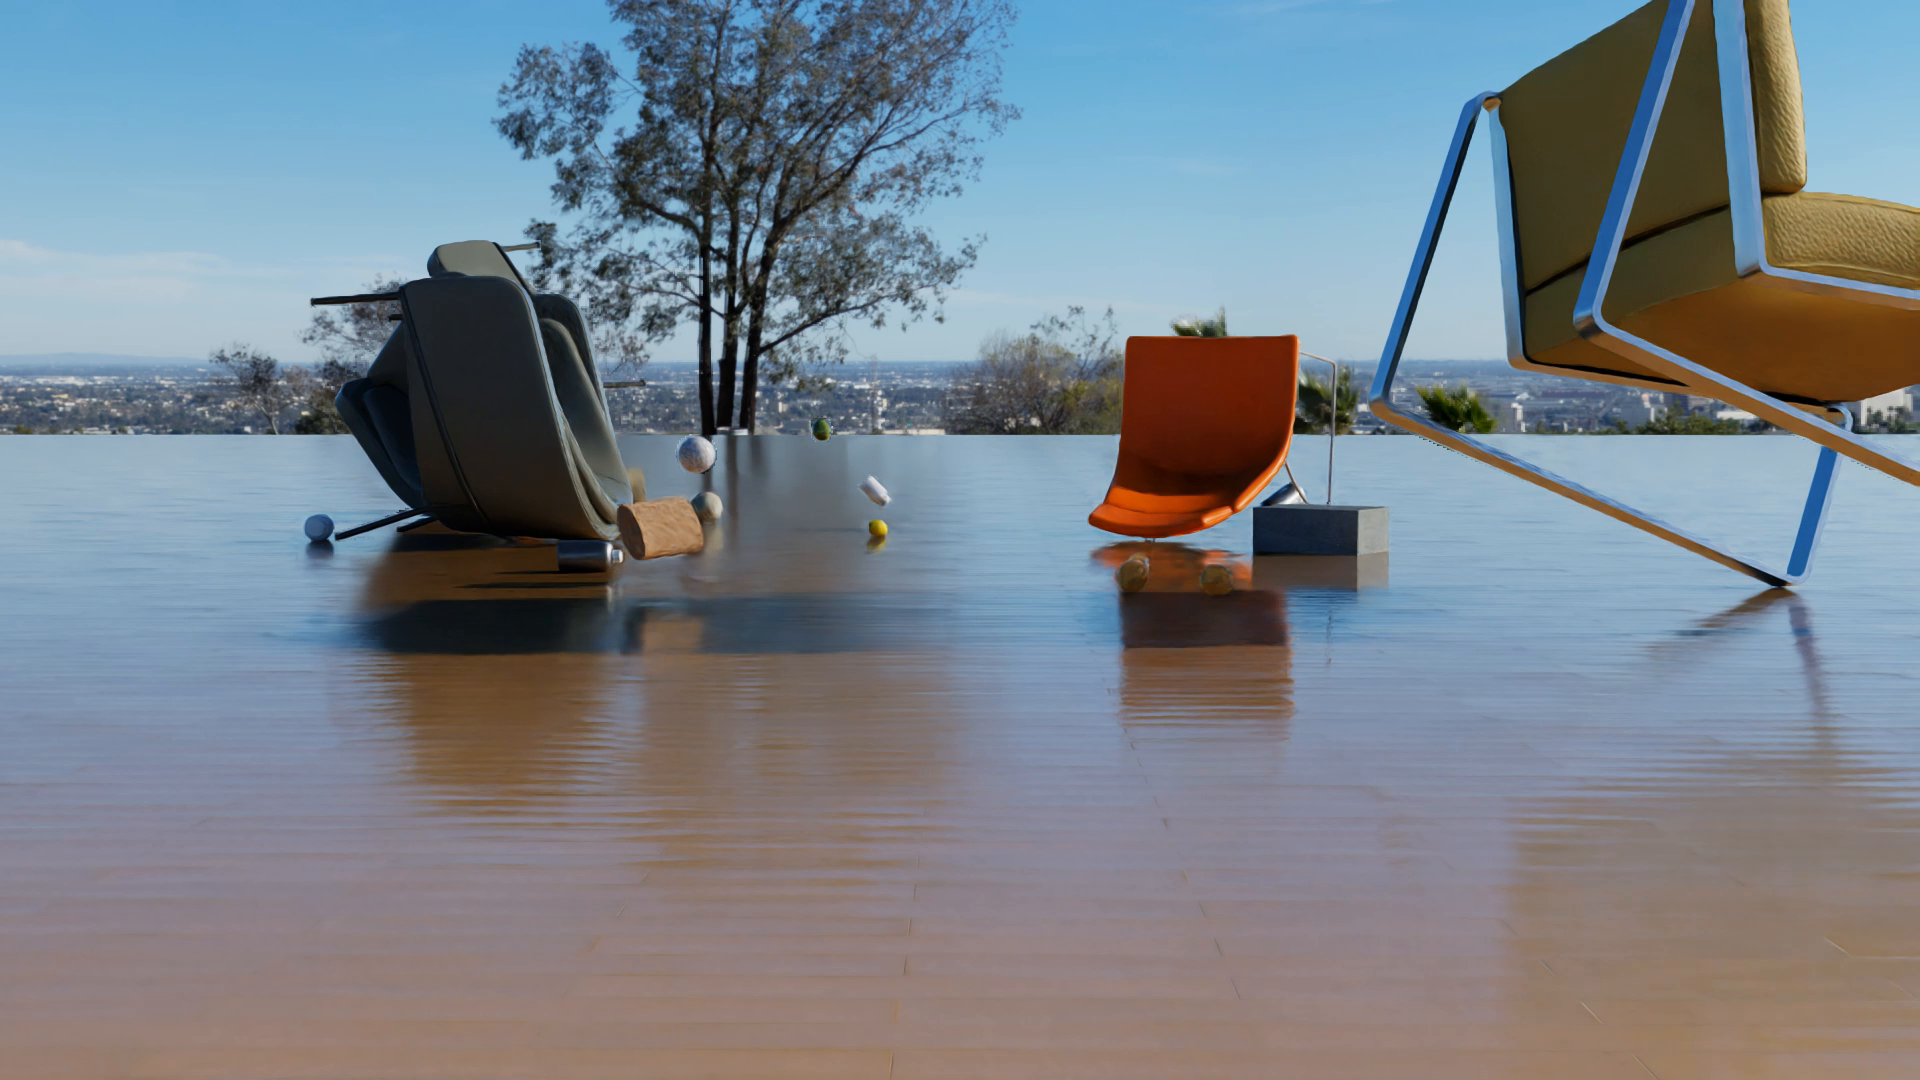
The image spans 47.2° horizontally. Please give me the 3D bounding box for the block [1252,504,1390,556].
[{"bbox_3d":[1.003,-0.031,6.112,0.315,0.121,0.212,3,5,34],"label":"block"}]

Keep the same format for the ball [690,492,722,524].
[{"bbox_3d":[-0.849,-0.109,7.367,0.106,0.106,0.106,0,4,0],"label":"ball"}]

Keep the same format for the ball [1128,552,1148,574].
[{"bbox_3d":[0.436,0.056,5.366,0.050,0.050,0.050,0,4,0],"label":"ball"}]

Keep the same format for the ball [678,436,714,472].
[{"bbox_3d":[-0.984,-0.319,8.208,0.137,0.137,0.137,0,4,0],"label":"ball"}]

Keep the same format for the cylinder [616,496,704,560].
[{"bbox_3d":[-0.693,-0.027,5.083,0.163,0.142,0.081,-10,-24,-41],"label":"cylinder"}]

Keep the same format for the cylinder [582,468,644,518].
[{"bbox_3d":[-1.218,-0.166,7.724,0.201,0.170,0.098,-2,11,-24],"label":"cylinder"}]
